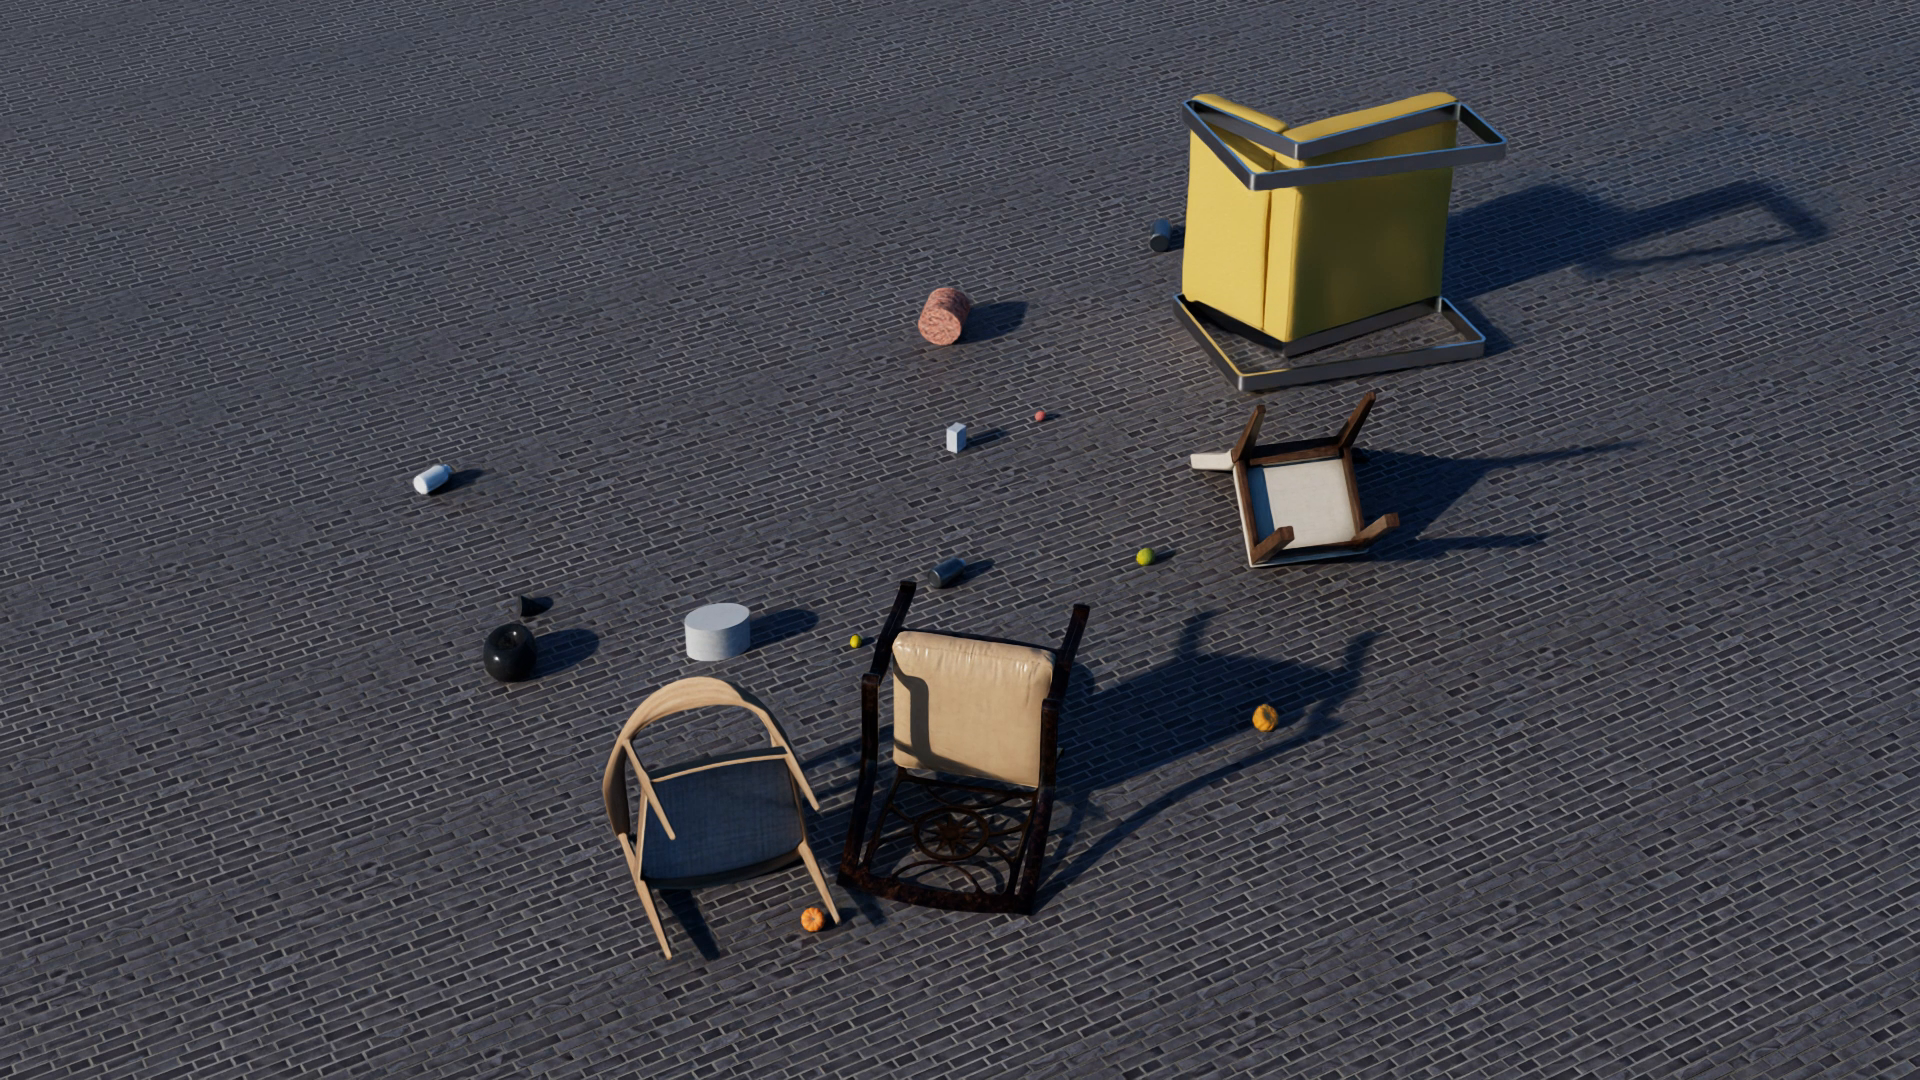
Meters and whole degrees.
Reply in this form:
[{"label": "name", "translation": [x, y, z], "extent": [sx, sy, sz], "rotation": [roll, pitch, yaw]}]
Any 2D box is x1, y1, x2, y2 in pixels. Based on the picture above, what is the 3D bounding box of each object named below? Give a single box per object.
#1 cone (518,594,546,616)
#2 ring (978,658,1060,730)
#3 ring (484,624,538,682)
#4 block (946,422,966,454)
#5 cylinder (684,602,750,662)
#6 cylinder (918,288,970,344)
[{"label": "cone", "translation": [-1.532, 0.240, 10.553], "extent": [0.108, 0.061, 0.107], "rotation": [6, 32, -20]}, {"label": "ring", "translation": [0.203, 0.525, 10.066], "extent": [0.271, 0.092, 0.379], "rotation": [12, 35, 17]}, {"label": "ring", "translation": [-1.570, 0.393, 10.235], "extent": [0.186, 0.127, 0.244], "rotation": [0, 32, 4]}, {"label": "block", "translation": [-0.013, -0.400, 11.466], "extent": [0.048, 0.094, 0.066], "rotation": [21, 39, 29]}, {"label": "cylinder", "translation": [-0.854, 0.324, 10.333], "extent": [0.232, 0.132, 0.159], "rotation": [-12, 35, -17]}, {"label": "cylinder", "translation": [-0.065, -0.931, 12.202], "extent": [0.181, 0.172, 0.185], "rotation": [7, 34, 10]}]
